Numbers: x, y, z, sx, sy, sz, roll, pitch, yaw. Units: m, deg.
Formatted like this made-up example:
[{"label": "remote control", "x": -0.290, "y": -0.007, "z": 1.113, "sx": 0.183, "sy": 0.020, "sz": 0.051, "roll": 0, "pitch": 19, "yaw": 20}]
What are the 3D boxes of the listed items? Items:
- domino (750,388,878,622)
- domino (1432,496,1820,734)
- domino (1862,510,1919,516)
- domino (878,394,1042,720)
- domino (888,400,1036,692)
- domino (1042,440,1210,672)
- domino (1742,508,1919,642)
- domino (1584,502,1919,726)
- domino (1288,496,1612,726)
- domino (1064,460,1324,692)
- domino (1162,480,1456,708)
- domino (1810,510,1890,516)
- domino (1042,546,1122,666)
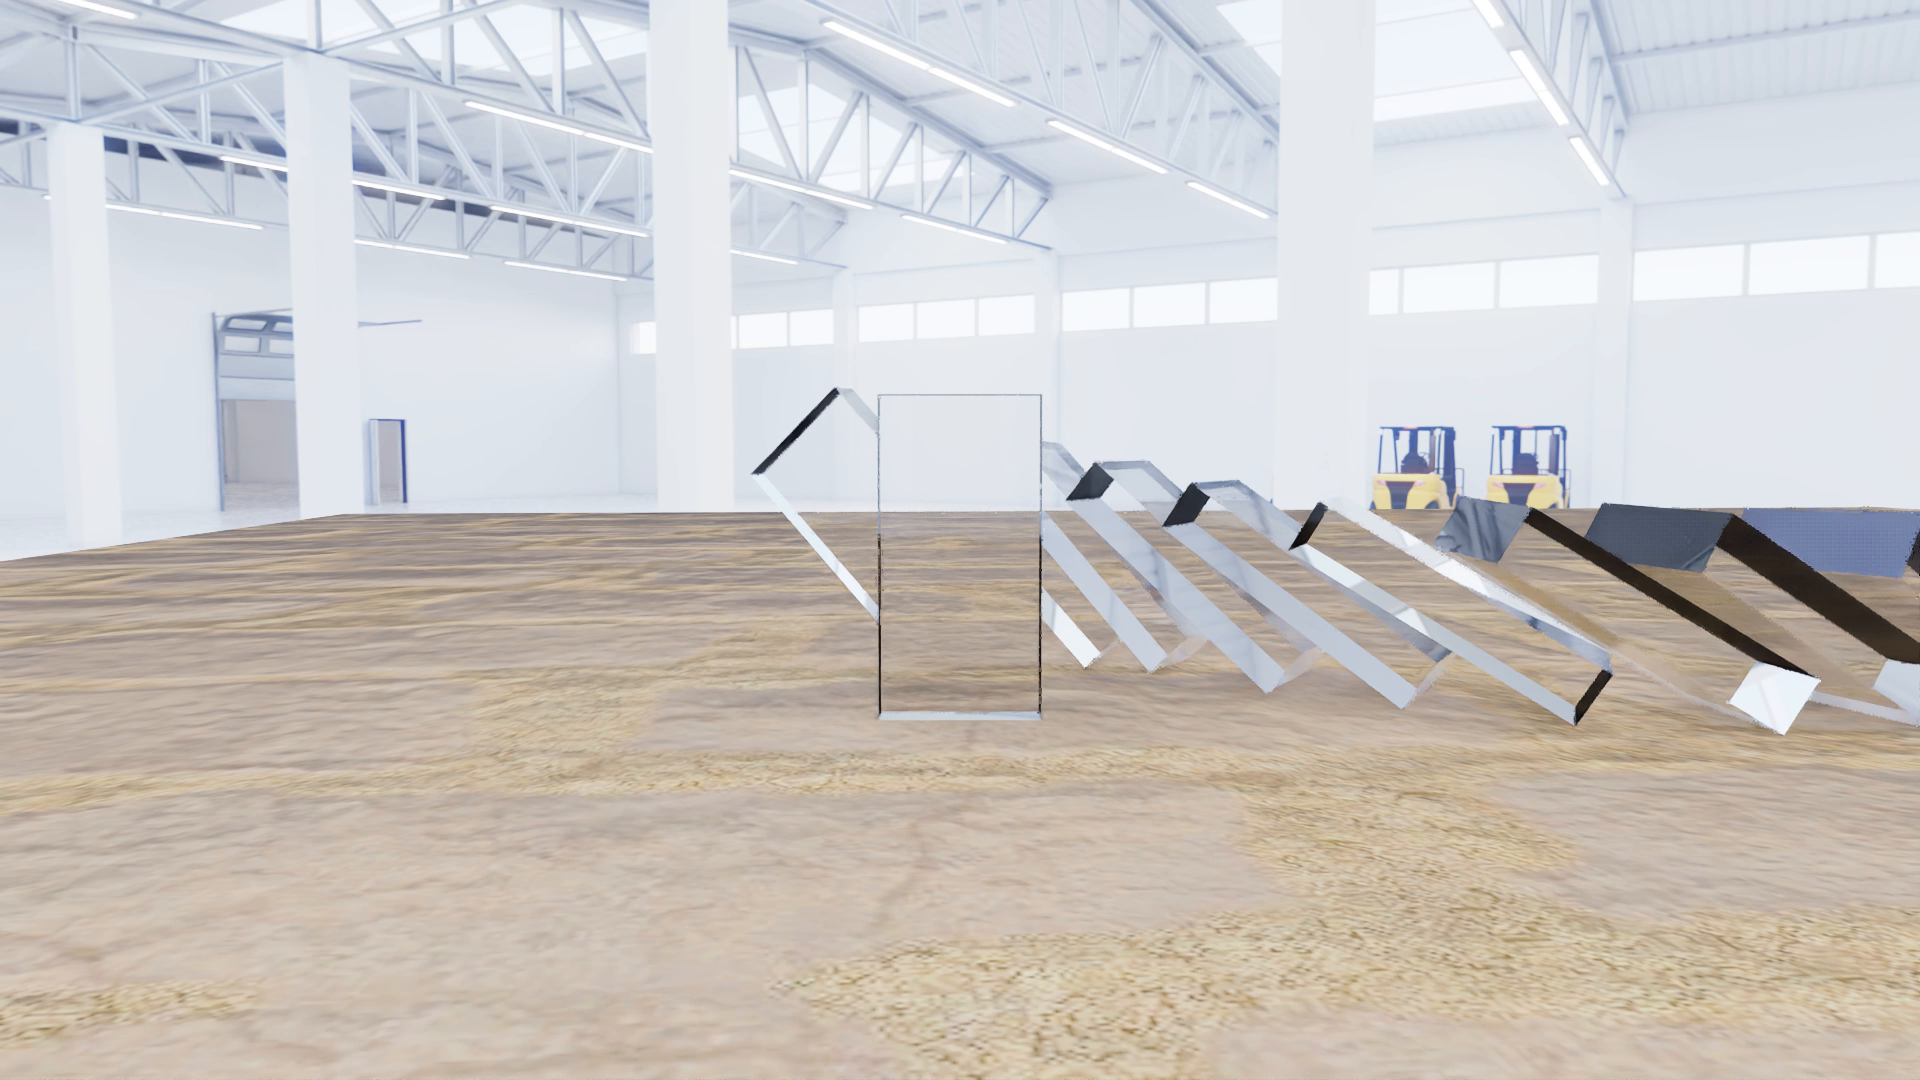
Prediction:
[{"label": "domino", "x": -0.015, "y": -0.003, "z": 0.254, "sx": 0.025, "sy": 0.050, "sz": 0.010, "roll": -44, "pitch": -9, "yaw": 15}, {"label": "domino", "x": 0.101, "y": 0.011, "z": 0.198, "sx": 0.050, "sy": 0.009, "sz": 0.025, "roll": 30, "pitch": 4, "yaw": -3}, {"label": "domino", "x": 0.184, "y": 0.010, "z": 0.225, "sx": 0.050, "sy": 0.009, "sz": 0.025, "roll": 27, "pitch": -7, "yaw": -22}, {"label": "domino", "x": 0.000, "y": 0.002, "z": 0.201, "sx": 0.025, "sy": 0.050, "sz": 0.009, "roll": 0, "pitch": 4, "yaw": 0}, {"label": "domino", "x": 0.001, "y": 0.001, "z": 0.223, "sx": 0.025, "sy": 0.050, "sz": 0.009, "roll": 0, "pitch": 4, "yaw": 4}, {"label": "domino", "x": 0.028, "y": 0.002, "z": 0.249, "sx": 0.009, "sy": 0.050, "sz": 0.025, "roll": -45, "pitch": -17, "yaw": 19}, {"label": "domino", "x": 0.146, "y": 0.011, "z": 0.200, "sx": 0.050, "sy": 0.009, "sz": 0.025, "roll": 30, "pitch": -9, "yaw": -26}, {"label": "domino", "x": 0.123, "y": 0.011, "z": 0.197, "sx": 0.050, "sy": 0.009, "sz": 0.025, "roll": 29, "pitch": -2, "yaw": -15}, {"label": "domino", "x": 0.081, "y": 0.010, "z": 0.212, "sx": 0.050, "sy": 0.010, "sz": 0.025, "roll": 34, "pitch": 17, "yaw": 19}, {"label": "domino", "x": 0.045, "y": 0.005, "z": 0.237, "sx": 0.050, "sy": 0.010, "sz": 0.025, "roll": 45, "pitch": 24, "yaw": 20}, {"label": "domino", "x": 0.062, "y": 0.008, "z": 0.225, "sx": 0.050, "sy": 0.010, "sz": 0.025, "roll": 40, "pitch": 22, "yaw": 23}, {"label": "domino", "x": 0.165, "y": 0.011, "z": 0.213, "sx": 0.050, "sy": 0.009, "sz": 0.025, "roll": 28, "pitch": -8, "yaw": -26}, {"label": "domino", "x": 0.014, "y": 0.001, "z": 0.254, "sx": 0.009, "sy": 0.050, "sz": 0.025, "roll": -44, "pitch": -11, "yaw": 15}]
